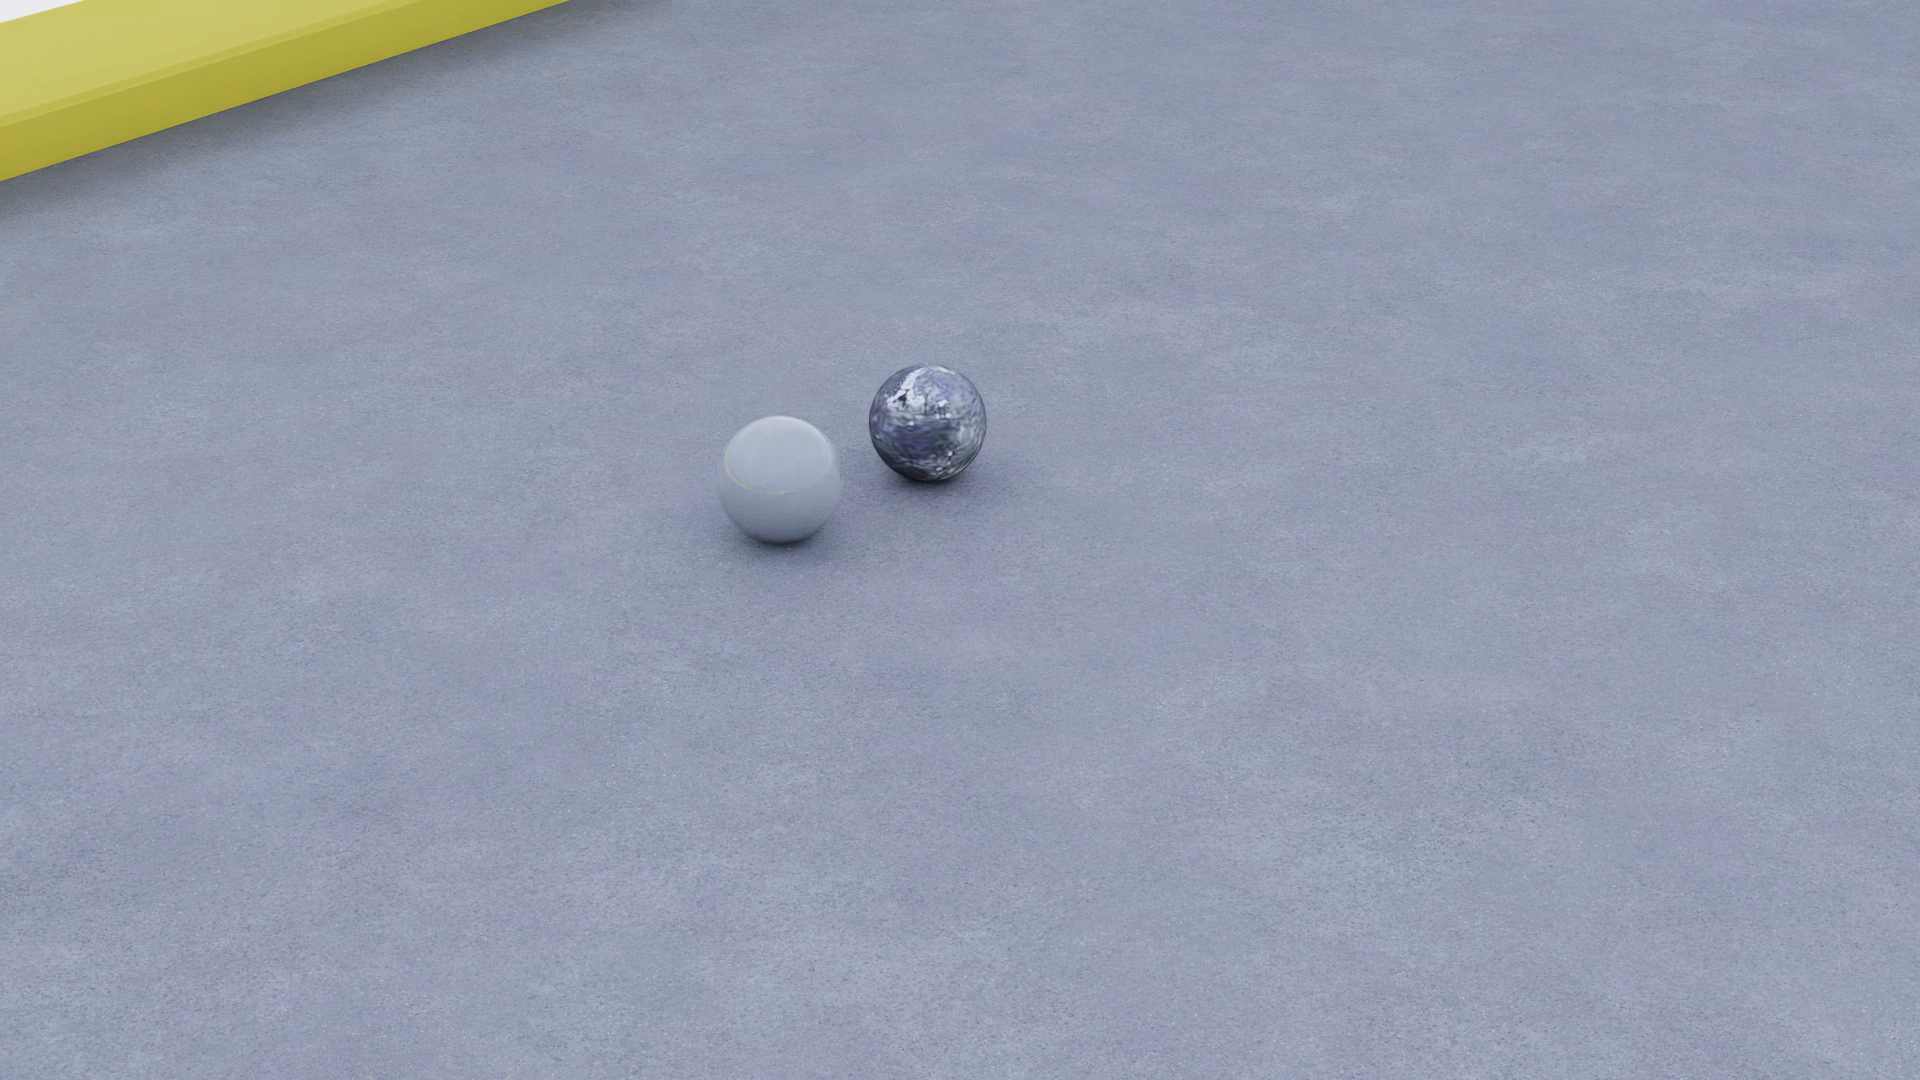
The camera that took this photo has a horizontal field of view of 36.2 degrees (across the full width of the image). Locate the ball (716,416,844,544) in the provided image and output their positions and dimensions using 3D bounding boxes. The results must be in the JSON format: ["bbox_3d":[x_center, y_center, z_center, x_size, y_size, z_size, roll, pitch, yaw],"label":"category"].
[{"bbox_3d":[-0.113,-0.038,1.843,0.080,0.080,0.080,0,26,0],"label":"ball"}]

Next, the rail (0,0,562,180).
[{"bbox_3d":[-0.297,-0.652,3.053,0.045,0.130,3.966,18,31,32],"label":"rail"}]

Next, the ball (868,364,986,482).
[{"bbox_3d":[-0.021,-0.077,1.926,0.078,0.078,0.078,0,26,0],"label":"ball"}]
